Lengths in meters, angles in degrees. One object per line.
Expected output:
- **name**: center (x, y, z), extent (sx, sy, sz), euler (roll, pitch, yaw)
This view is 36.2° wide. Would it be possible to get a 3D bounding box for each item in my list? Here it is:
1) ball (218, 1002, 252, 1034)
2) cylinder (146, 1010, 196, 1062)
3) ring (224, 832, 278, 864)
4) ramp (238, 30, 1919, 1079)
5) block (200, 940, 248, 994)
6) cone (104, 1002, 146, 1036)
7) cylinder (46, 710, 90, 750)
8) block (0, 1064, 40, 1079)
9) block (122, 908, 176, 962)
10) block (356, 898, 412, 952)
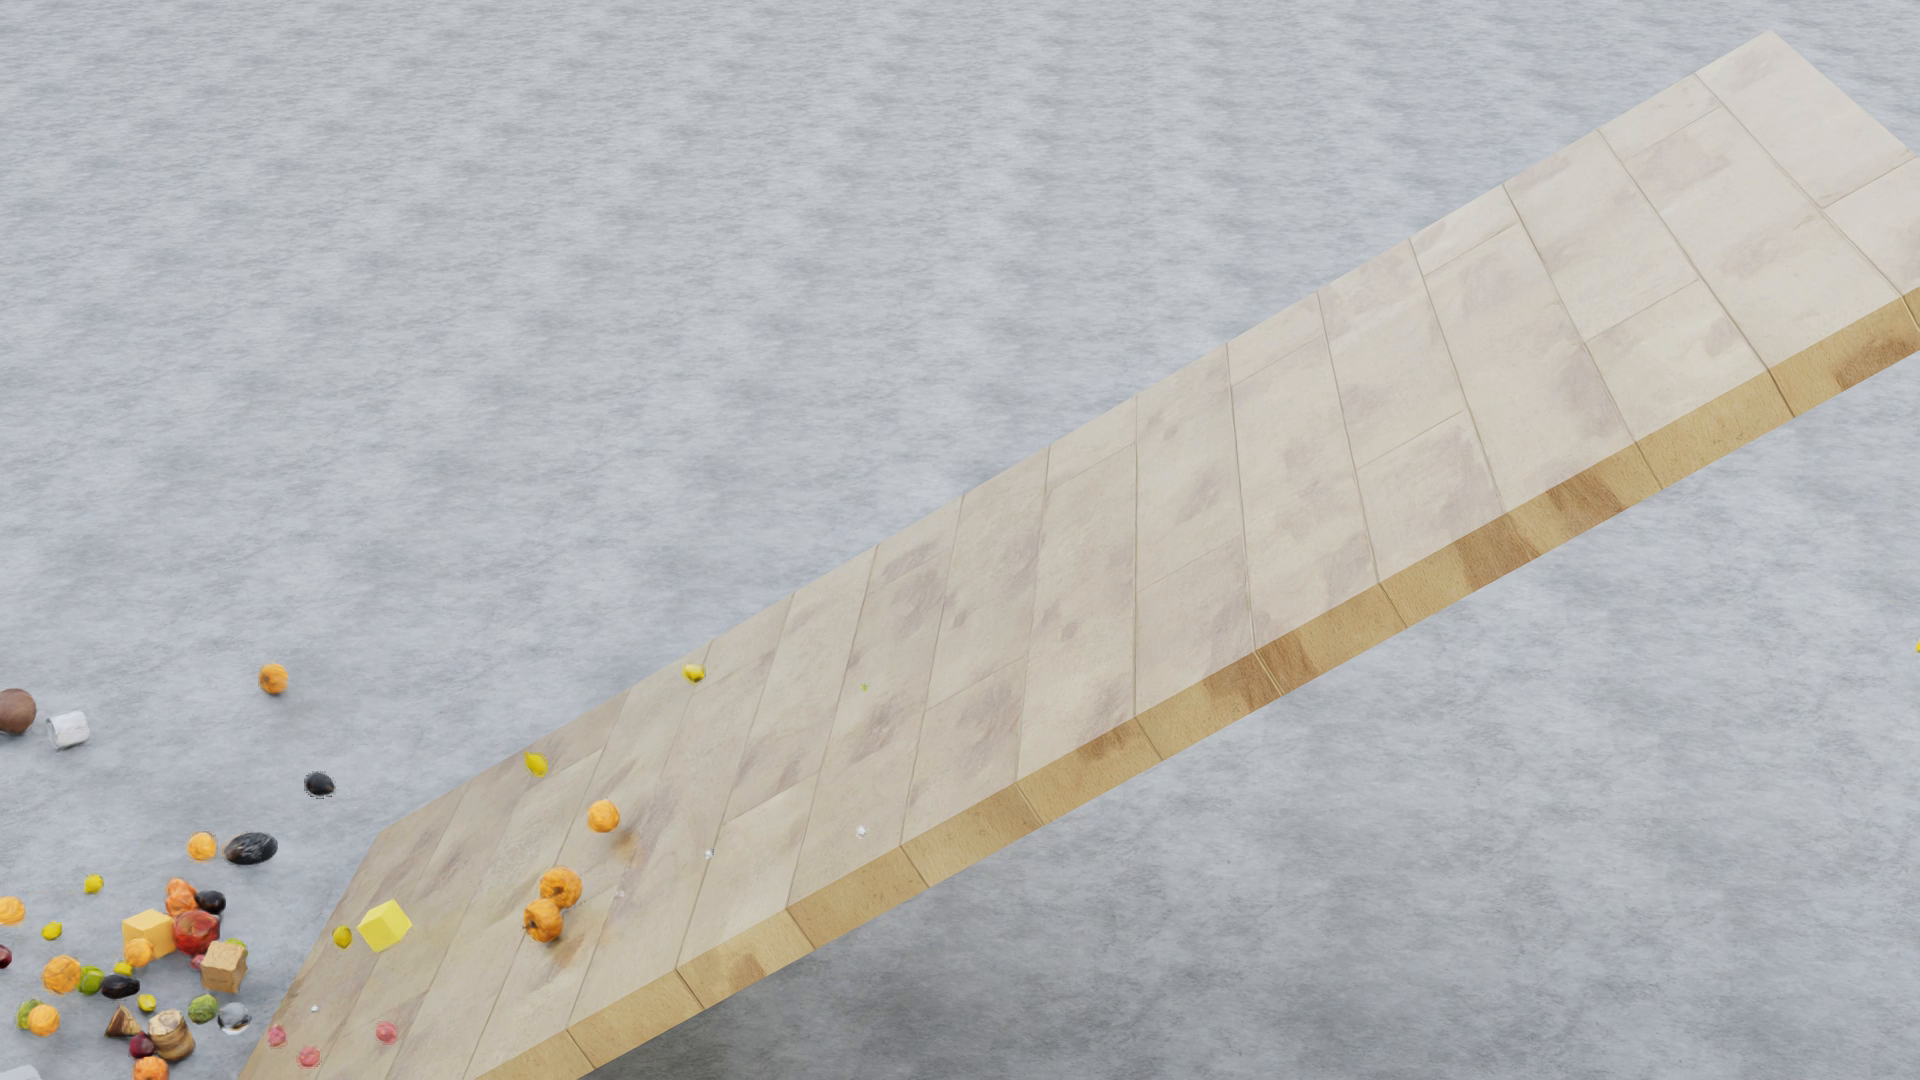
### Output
- **ball**: center (-1.660, 1.095, 6.731), extent (0.073, 0.073, 0.073), euler (0, 20, 0)
- **cylinder**: center (-1.804, 1.133, 6.726), extent (0.083, 0.083, 0.083), euler (-10, 33, 7)
- **ring**: center (-1.861, 0.810, 7.718), extent (0.139, 0.046, 0.139), euler (-4, 19, 1)
- **ramp**: center (0.141, 0.169, 6.291), extent (4.000, 0.100, 2.000), euler (-30, 15, 13)
- **block**: center (-1.750, 1.016, 6.993), extent (0.080, 0.080, 0.080), euler (9, 39, 3)
- **cone**: center (-1.928, 1.132, 6.831), extent (0.085, 0.085, 0.085), euler (28, 20, -5)
- **cylinder**: center (-2.545, 0.541, 8.389), extent (0.092, 0.092, 0.092), euler (-18, 26, -33)
- **block**: center (-2.067, 1.223, 6.449), extent (0.100, 0.100, 0.100), euler (-14, 12, -27)
- **block**: center (-1.988, 0.970, 7.210), extent (0.087, 0.087, 0.087), euler (15, 24, 37)
- **block**: center (-1.316, 0.882, 6.725), extent (0.075, 0.075, 0.075), euler (-27, 16, 23)
